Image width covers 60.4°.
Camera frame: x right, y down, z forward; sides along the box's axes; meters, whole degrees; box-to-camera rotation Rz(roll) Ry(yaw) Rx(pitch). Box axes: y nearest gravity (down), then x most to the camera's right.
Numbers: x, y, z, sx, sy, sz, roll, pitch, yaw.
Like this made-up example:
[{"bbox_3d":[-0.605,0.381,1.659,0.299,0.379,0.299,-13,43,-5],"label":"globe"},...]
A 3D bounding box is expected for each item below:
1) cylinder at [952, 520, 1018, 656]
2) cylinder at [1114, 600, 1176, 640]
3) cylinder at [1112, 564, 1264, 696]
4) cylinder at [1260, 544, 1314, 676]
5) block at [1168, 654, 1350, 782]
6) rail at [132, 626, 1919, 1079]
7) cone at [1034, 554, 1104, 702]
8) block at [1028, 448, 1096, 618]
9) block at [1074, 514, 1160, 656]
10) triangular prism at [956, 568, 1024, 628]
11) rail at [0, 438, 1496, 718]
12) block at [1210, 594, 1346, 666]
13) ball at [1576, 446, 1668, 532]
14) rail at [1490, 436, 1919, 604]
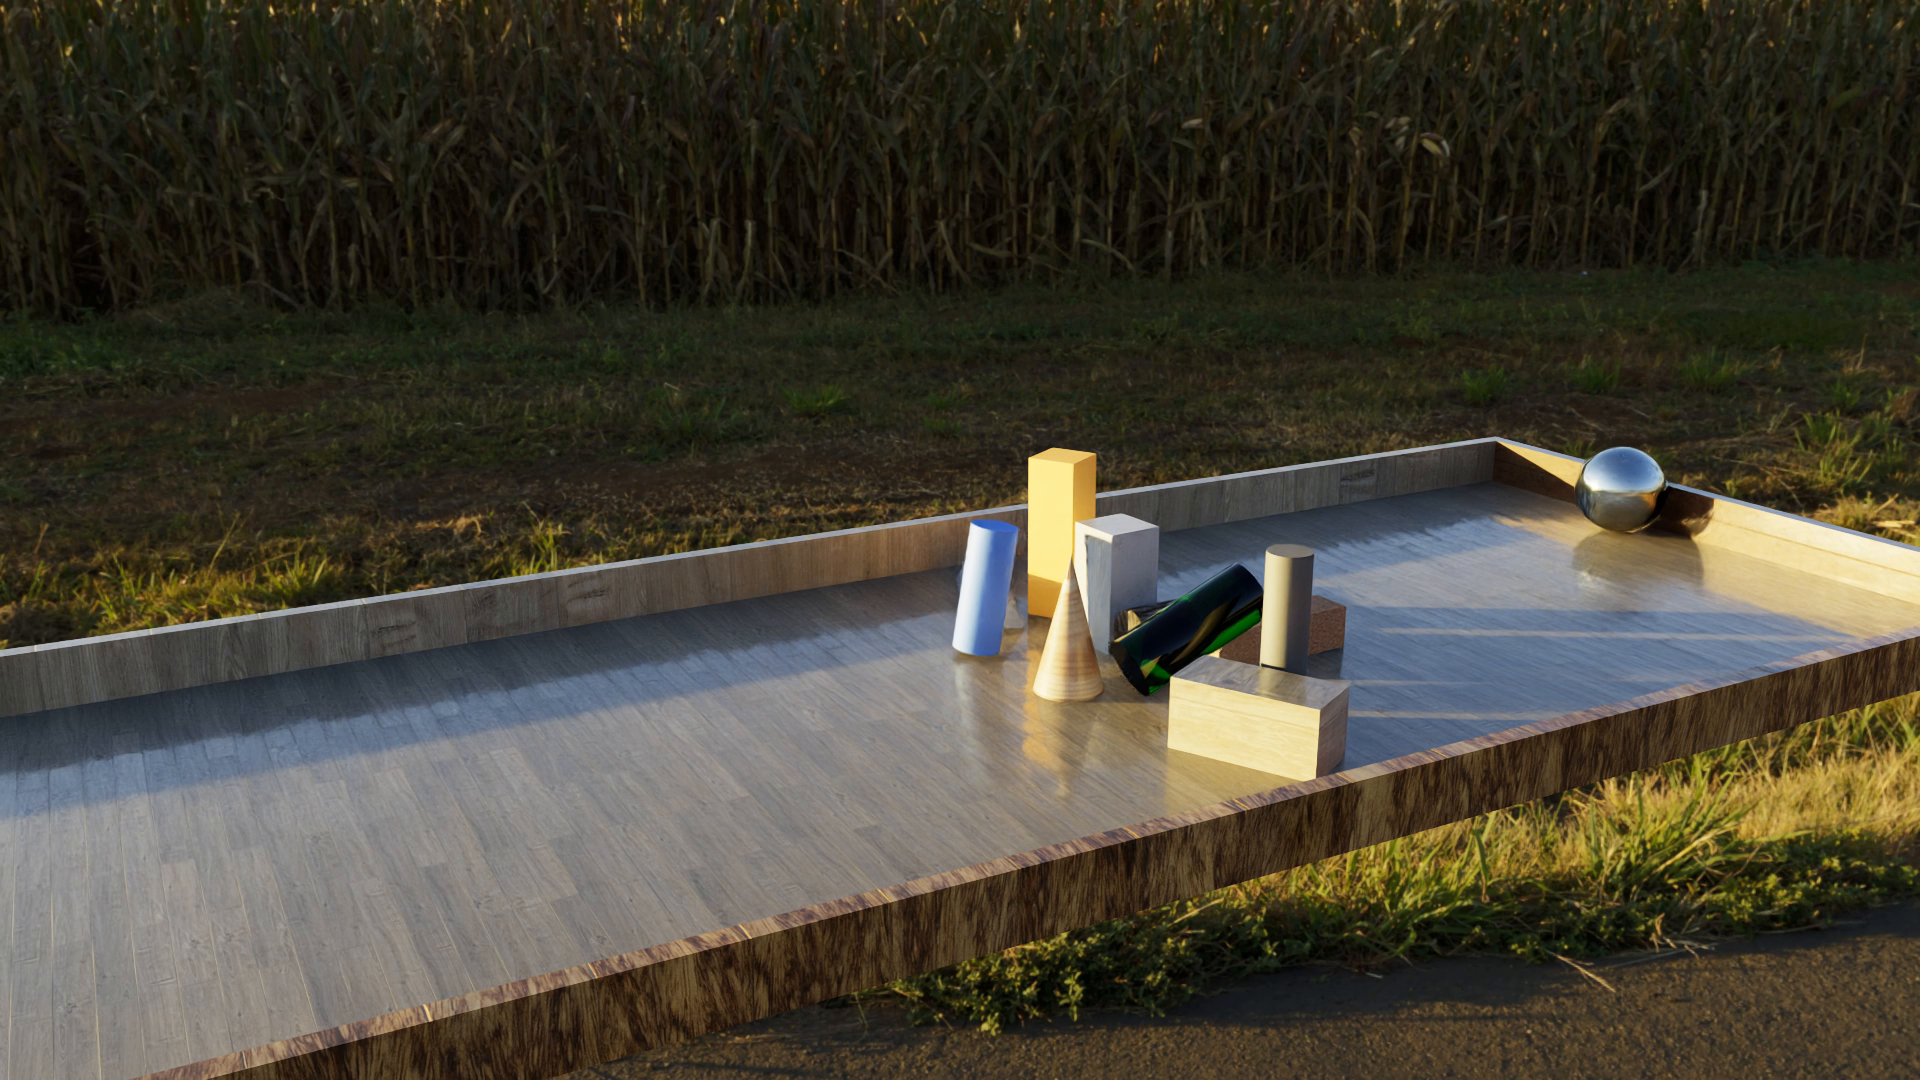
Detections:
[{"bbox_3d":[0.067,0.125,4.311,0.126,0.334,0.126,8,12,-2],"label":"cylinder"},{"bbox_3d":[0.589,0.225,4.335,0.349,0.143,0.143,-9,19,-29],"label":"cylinder"},{"bbox_3d":[0.570,0.220,4.074,0.371,0.158,0.158,-31,25,-13],"label":"cylinder"},{"bbox_3d":[0.753,0.228,3.824,0.108,0.425,0.108,0,16,0],"label":"cylinder"},{"bbox_3d":[0.668,0.397,3.699,0.354,0.172,0.172,11,20,32],"label":"block"},{"bbox_3d":[-2.336,1.006,1.665,12.000,0.150,0.050,-9,18,-27],"label":"rail"},{"bbox_3d":[0.270,0.202,4.047,0.177,0.351,0.177,0,16,0],"label":"cone"},{"bbox_3d":[0.284,-0.016,4.606,0.137,0.452,0.137,10,20,30],"label":"block"},{"bbox_3d":[0.413,0.115,4.382,0.156,0.327,0.156,-10,19,-32],"label":"block"},{"bbox_3d":[0.081,0.118,4.714,0.148,0.128,0.431,-2,16,-5],"label":"triangular prism"},{"bbox_3d":[-3.305,0.497,3.399,12.000,0.150,0.050,-9,18,-27],"label":"rail"},{"bbox_3d":[0.807,0.247,4.313,0.431,0.114,0.114,-10,19,-30],"label":"block"},{"bbox_3d":[2.174,-0.166,5.423,0.280,0.280,0.280,0,16,0],"label":"ball"},{"bbox_3d":[2.466,-0.048,5.253,0.050,0.150,2.100,-9,18,-27],"label":"rail"}]
